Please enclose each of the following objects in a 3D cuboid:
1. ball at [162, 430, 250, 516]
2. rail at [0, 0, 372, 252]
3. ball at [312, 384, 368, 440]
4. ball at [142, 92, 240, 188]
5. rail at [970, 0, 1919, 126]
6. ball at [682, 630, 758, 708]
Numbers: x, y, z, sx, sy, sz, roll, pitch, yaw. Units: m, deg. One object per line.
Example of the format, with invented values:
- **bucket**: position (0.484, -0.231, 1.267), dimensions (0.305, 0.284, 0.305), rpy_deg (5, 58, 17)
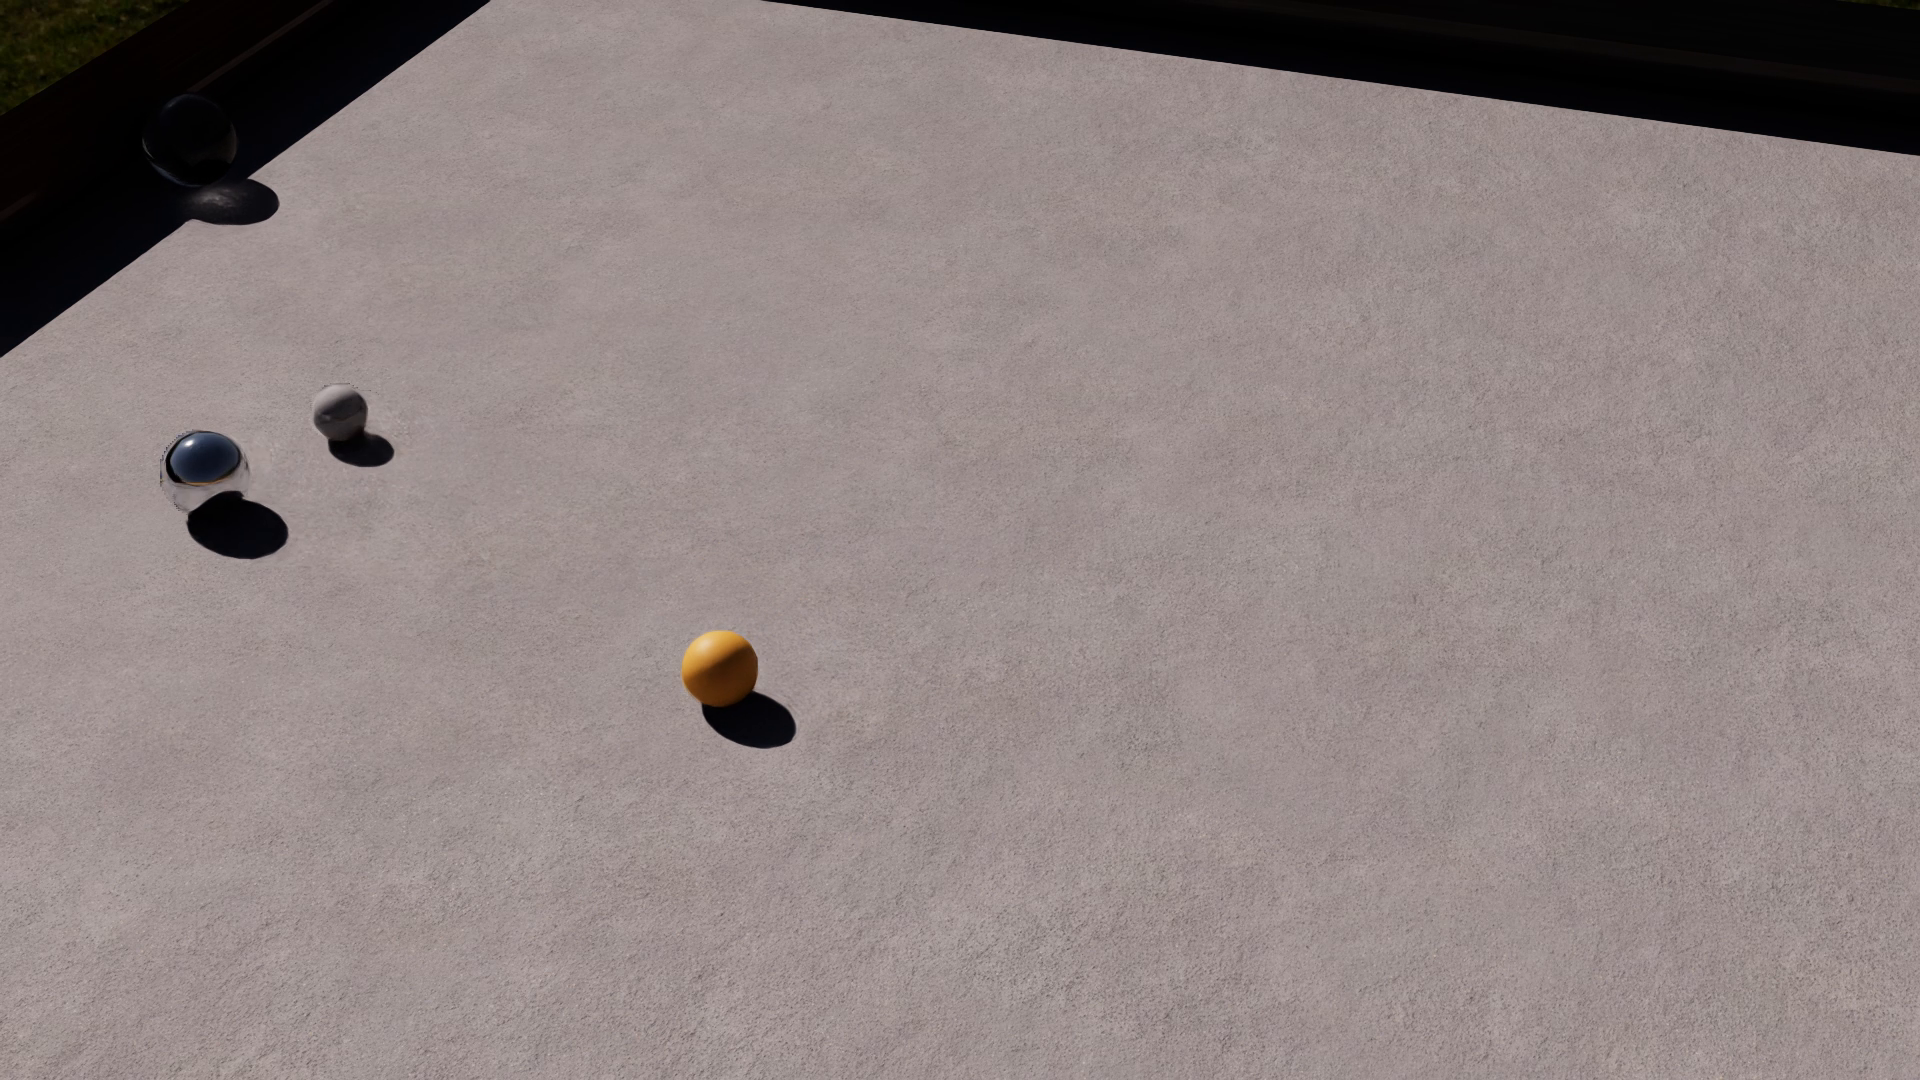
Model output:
- **ball**: position (-0.625, -0.055, 2.127), dimensions (0.071, 0.071, 0.071), rpy_deg (0, 33, 0)
- **rail**: position (-1.003, -0.220, 2.326), dimensions (0.045, 0.129, 2.358), rpy_deg (11, 35, 16)
- **ball**: position (-0.539, -0.111, 2.232), dimensions (0.049, 0.049, 0.049), rpy_deg (0, 33, 0)
- **ball**: position (-0.796, -0.414, 2.654), dimensions (0.096, 0.096, 0.096), rpy_deg (0, 33, 0)
- **rail**: position (1.412, -0.422, 2.635), dimensions (4.352, 0.129, 0.045), rpy_deg (11, 35, 16)
- **ball**: position (-0.178, 0.096, 1.908), dimensions (0.057, 0.057, 0.057), rpy_deg (0, 33, 0)
